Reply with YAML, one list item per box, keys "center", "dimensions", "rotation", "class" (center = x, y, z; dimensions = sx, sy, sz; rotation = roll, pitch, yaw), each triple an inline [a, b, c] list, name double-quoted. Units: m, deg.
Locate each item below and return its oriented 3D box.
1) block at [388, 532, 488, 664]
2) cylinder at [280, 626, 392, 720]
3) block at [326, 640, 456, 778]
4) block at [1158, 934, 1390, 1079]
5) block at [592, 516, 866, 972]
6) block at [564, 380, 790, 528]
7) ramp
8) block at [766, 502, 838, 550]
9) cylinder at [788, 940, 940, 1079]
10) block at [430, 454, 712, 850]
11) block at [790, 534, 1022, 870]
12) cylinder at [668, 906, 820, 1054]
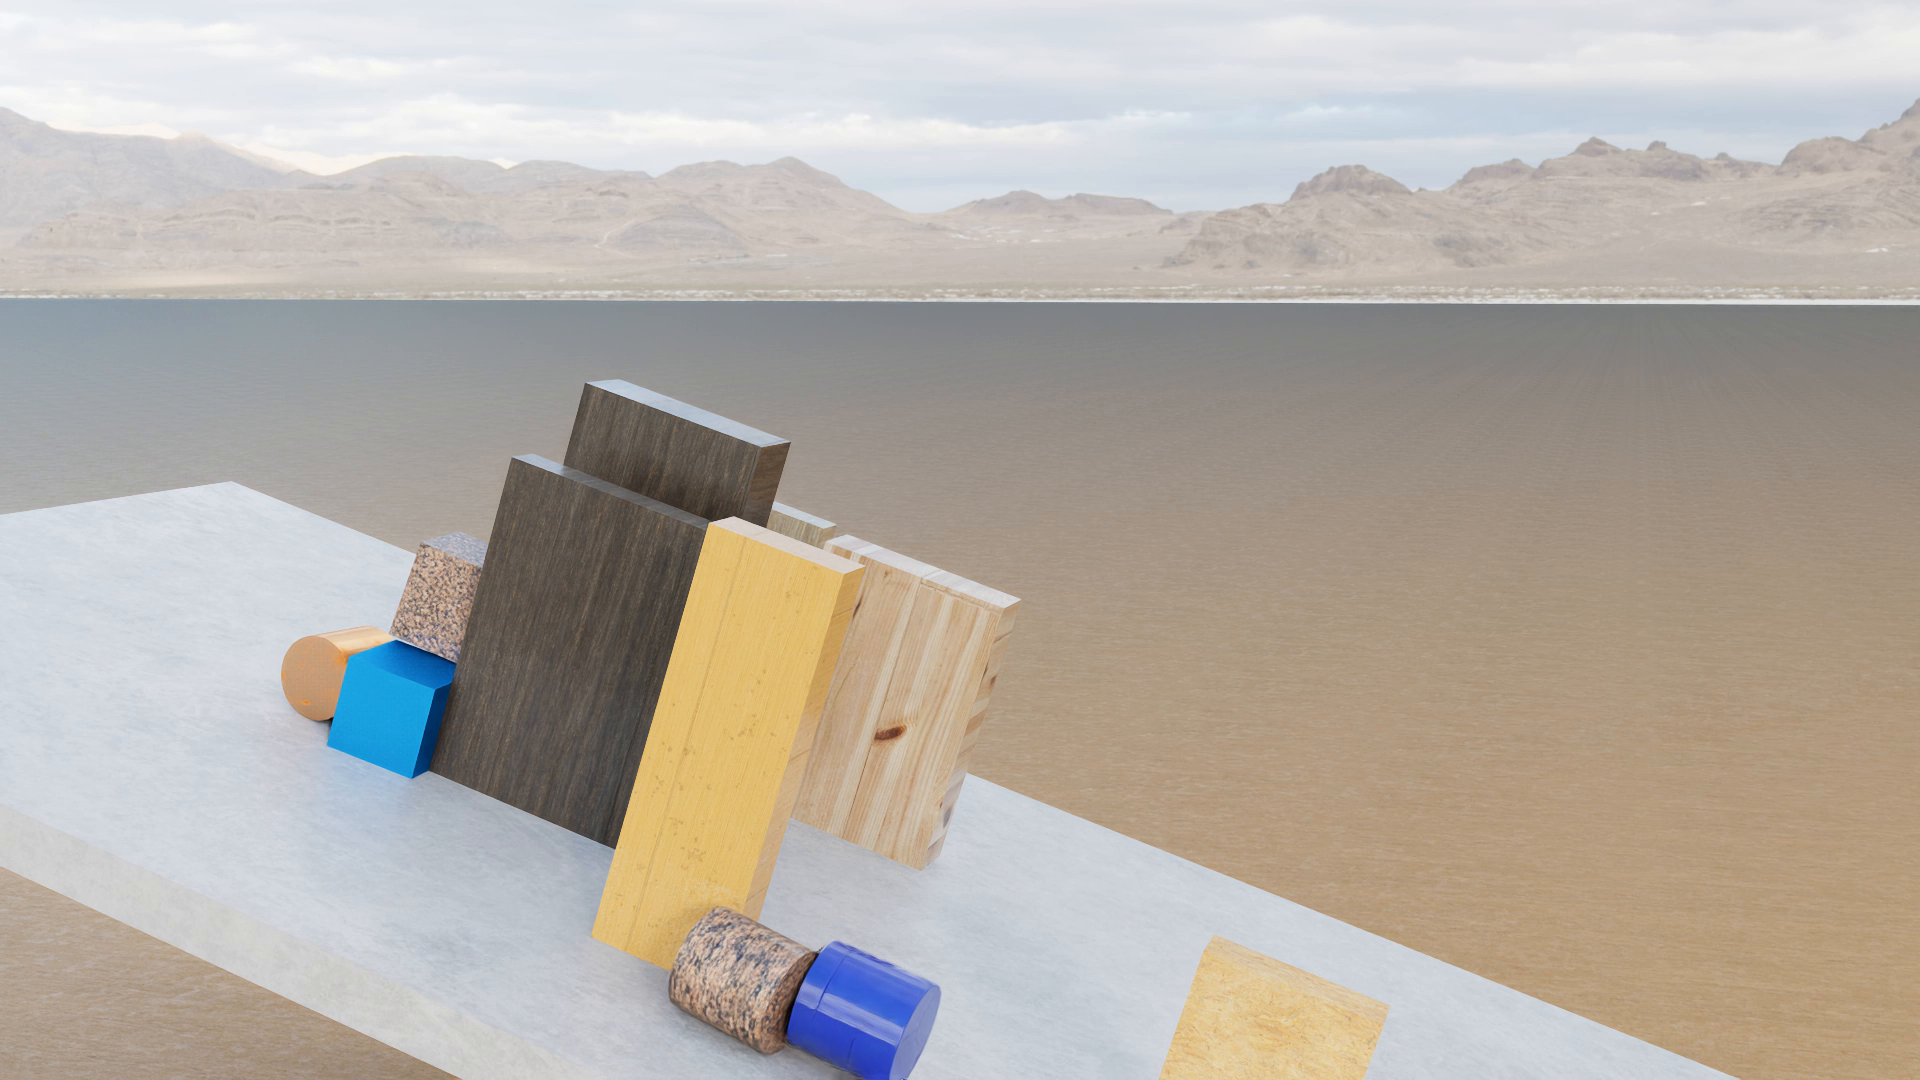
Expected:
- center: [-0.966, 0.119, 4.322]
  dimensions: [0.194, 0.194, 0.194]
  rotation: [22, 9, 6]
  class: "block"
- center: [-1.207, 0.259, 4.302]
  dimensions: [0.165, 0.165, 0.165]
  rotation: [3, 6, 23]
  class: "cylinder"
- center: [-1.060, 0.320, 4.192]
  dimensions: [0.181, 0.181, 0.181]
  rotation: [20, 12, 11]
  class: "block"
- center: [0.415, 0.844, 3.192]
  dimensions: [0.269, 0.464, 0.087]
  rotation: [20, 12, 14]
  class: "block"
- center: [-0.386, 0.353, 3.627]
  dimensions: [0.242, 0.740, 0.101]
  rotation: [20, 12, 14]
  class: "block"
- center: [-0.637, 0.109, 4.342]
  dimensions: [0.384, 0.762, 0.149]
  rotation: [20, 12, 14]
  class: "block"
- center: [-0.359, 0.681, 4.227]
  dimensions: [4.000, 0.100, 2.000]
  rotation: [20, 12, 14]
  class: "ramp"
- center: [-0.510, 0.158, 4.890]
  dimensions: [0.334, 0.521, 0.084]
  rotation: [20, 12, 14]
  class: "block"
- center: [-0.151, 0.755, 3.492]
  dimensions: [0.180, 0.180, 0.180]
  rotation: [21, 13, 16]
  class: "cylinder"
- center: [-0.702, 0.212, 4.092]
  dimensions: [0.445, 0.631, 0.081]
  rotation: [20, 12, 14]
  class: "block"
- center: [-0.156, 0.328, 4.491]
  dimensions: [0.393, 0.571, 0.128]
  rotation: [20, 12, 14]
  class: "block"
- center: [-0.340, 0.698, 3.495]
  dimensions: [0.176, 0.176, 0.176]
  rotation: [22, 15, 23]
  class: "cylinder"
